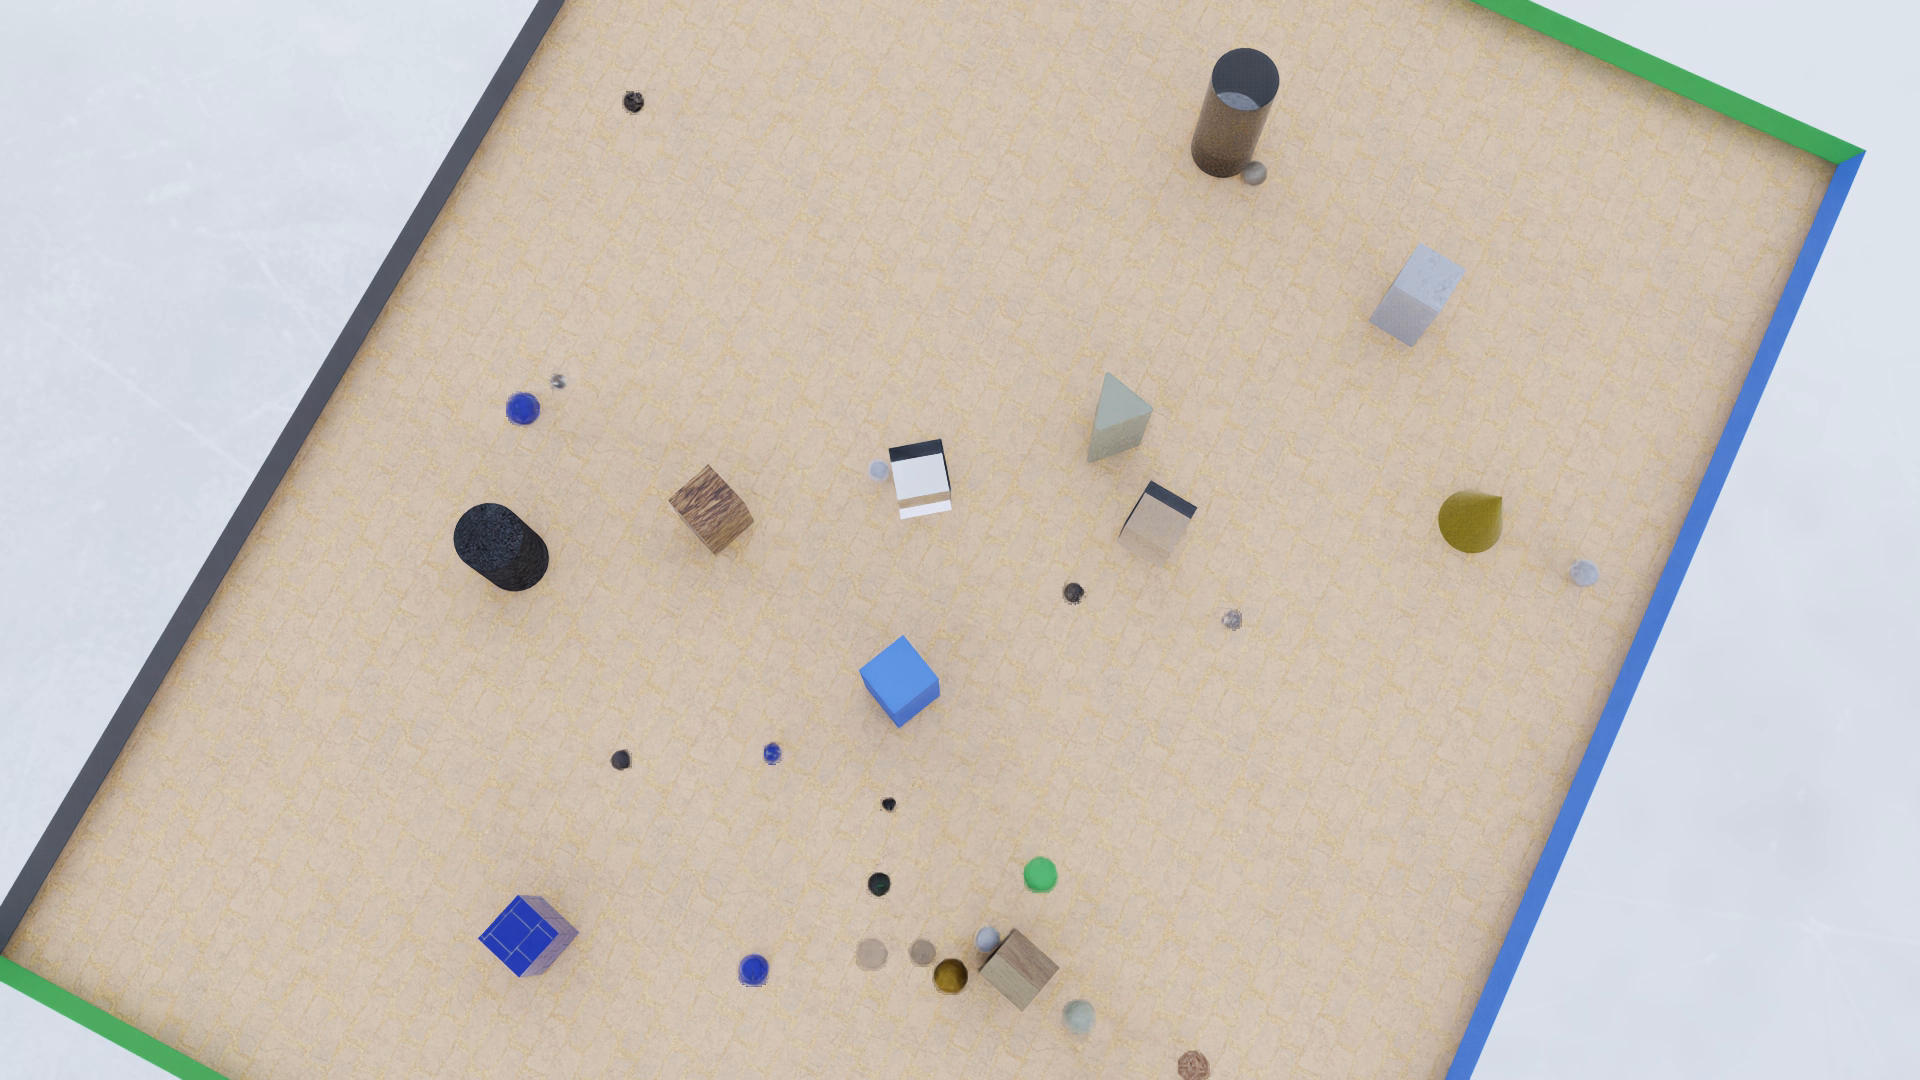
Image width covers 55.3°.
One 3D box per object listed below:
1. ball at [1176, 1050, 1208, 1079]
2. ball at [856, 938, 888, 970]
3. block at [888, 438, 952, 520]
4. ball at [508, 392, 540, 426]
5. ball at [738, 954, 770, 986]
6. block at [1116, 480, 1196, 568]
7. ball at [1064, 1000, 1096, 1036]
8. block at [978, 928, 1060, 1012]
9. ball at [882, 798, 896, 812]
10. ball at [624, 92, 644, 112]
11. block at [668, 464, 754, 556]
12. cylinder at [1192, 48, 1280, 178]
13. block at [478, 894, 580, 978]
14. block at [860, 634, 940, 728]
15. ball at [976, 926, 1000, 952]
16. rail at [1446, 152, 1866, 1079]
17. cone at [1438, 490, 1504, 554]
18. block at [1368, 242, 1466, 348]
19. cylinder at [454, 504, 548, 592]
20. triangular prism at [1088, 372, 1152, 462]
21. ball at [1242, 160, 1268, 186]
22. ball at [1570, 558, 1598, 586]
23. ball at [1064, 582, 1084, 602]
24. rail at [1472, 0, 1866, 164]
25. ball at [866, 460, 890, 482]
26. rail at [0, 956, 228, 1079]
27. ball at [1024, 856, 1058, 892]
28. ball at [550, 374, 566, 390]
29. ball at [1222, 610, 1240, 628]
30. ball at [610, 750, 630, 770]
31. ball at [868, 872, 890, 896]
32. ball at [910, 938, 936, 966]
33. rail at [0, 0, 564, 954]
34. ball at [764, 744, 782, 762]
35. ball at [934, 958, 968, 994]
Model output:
[{"bbox_3d":[0.668,1.512,5.258,0.089,0.089,0.089,0,78,0],"label":"ball"},{"bbox_3d":[-0.255,1.202,5.322,0.089,0.089,0.089,0,78,0],"label":"ball"},{"bbox_3d":[-0.118,-0.182,5.520,0.159,0.263,0.159,-11,79,-2],"label":"block"},{"bbox_3d":[-1.344,-0.404,5.649,0.100,0.100,0.100,0,78,0],"label":"ball"},{"bbox_3d":[-0.598,1.244,5.313,0.090,0.090,0.090,0,78,0],"label":"ball"},{"bbox_3d":[0.589,-0.044,5.498,0.159,0.249,0.159,31,80,6],"label":"block"},{"bbox_3d":[0.346,1.377,5.283,0.097,0.097,0.097,0,78,0],"label":"ball"},{"bbox_3d":[0.165,1.222,5.218,0.159,0.286,0.159,41,81,8],"label":"block"},{"bbox_3d":[-0.211,0.784,5.434,0.040,0.040,0.040,0,78,0],"label":"ball"},{"bbox_3d":[-1.046,-1.405,5.875,0.064,0.064,0.064,0,78,0],"label":"ball"},{"bbox_3d":[-0.744,-0.086,5.499,0.159,0.264,0.159,-43,81,-8],"label":"block"},{"bbox_3d":[0.840,-1.305,5.632,0.199,0.498,0.199,0,78,0],"label":"cylinder"},{"bbox_3d":[-1.228,1.130,5.237,0.159,0.286,0.159,41,81,8],"label":"block"},{"bbox_3d":[-0.172,0.416,5.329,0.159,0.394,0.159,-38,81,-7],"label":"block"},{"bbox_3d":[0.083,1.162,5.340,0.071,0.071,0.071,0,78,0],"label":"ball"},{"bbox_3d":[1.754,0.866,5.370,0.045,0.129,4.757,26,80,5],"label":"rail"},{"bbox_3d":[1.569,-0.091,5.464,0.199,0.336,0.199,0,78,0],"label":"cone"},{"bbox_3d":[1.393,-0.745,5.598,0.159,0.338,0.159,33,80,6],"label":"block"},{"bbox_3d":[-1.357,0.025,5.436,0.199,0.344,0.199,0,78,0],"label":"cylinder"},{"bbox_3d":[0.452,-0.377,5.493,0.173,0.395,0.150,-19,79,-4],"label":"triangular prism"},{"bbox_3d":[0.936,-1.164,5.818,0.078,0.078,0.078,0,78,0],"label":"ball"},{"bbox_3d":[1.891,0.097,5.555,0.081,0.081,0.081,0,78,0],"label":"ball"},{"bbox_3d":[0.345,0.160,5.552,0.061,0.061,0.061,0,78,0],"label":"ball"},{"bbox_3d":[1.053,-2.056,5.975,3.970,0.129,0.045,26,80,5],"label":"rail"},{"bbox_3d":[-0.250,-0.212,5.624,0.071,0.071,0.071,0,78,0],"label":"ball"},{"bbox_3d":[-1.053,2.069,5.121,3.970,0.129,0.045,26,80,5],"label":"rail"},{"bbox_3d":[0.235,0.978,5.364,0.099,0.099,0.099,0,78,0],"label":"ball"},{"bbox_3d":[-1.248,-0.493,5.694,0.047,0.047,0.047,0,78,0],"label":"ball"},{"bbox_3d":[0.820,0.240,5.540,0.054,0.054,0.054,0,78,0],"label":"ball"},{"bbox_3d":[-1.009,0.655,5.451,0.059,0.059,0.059,0,78,0],"label":"ball"},{"bbox_3d":[-0.237,1.009,5.372,0.069,0.069,0.069,0,78,0],"label":"ball"},{"bbox_3d":[-0.108,1.199,5.330,0.075,0.075,0.075,0,78,0],"label":"ball"},{"bbox_3d":[-1.754,-0.852,5.726,0.045,0.129,4.757,26,80,5],"label":"rail"},{"bbox_3d":[-0.559,0.633,5.457,0.055,0.055,0.055,0,78,0],"label":"ball"},{"bbox_3d":[-0.026,1.261,5.305,0.099,0.099,0.099,0,78,0],"label":"ball"}]
